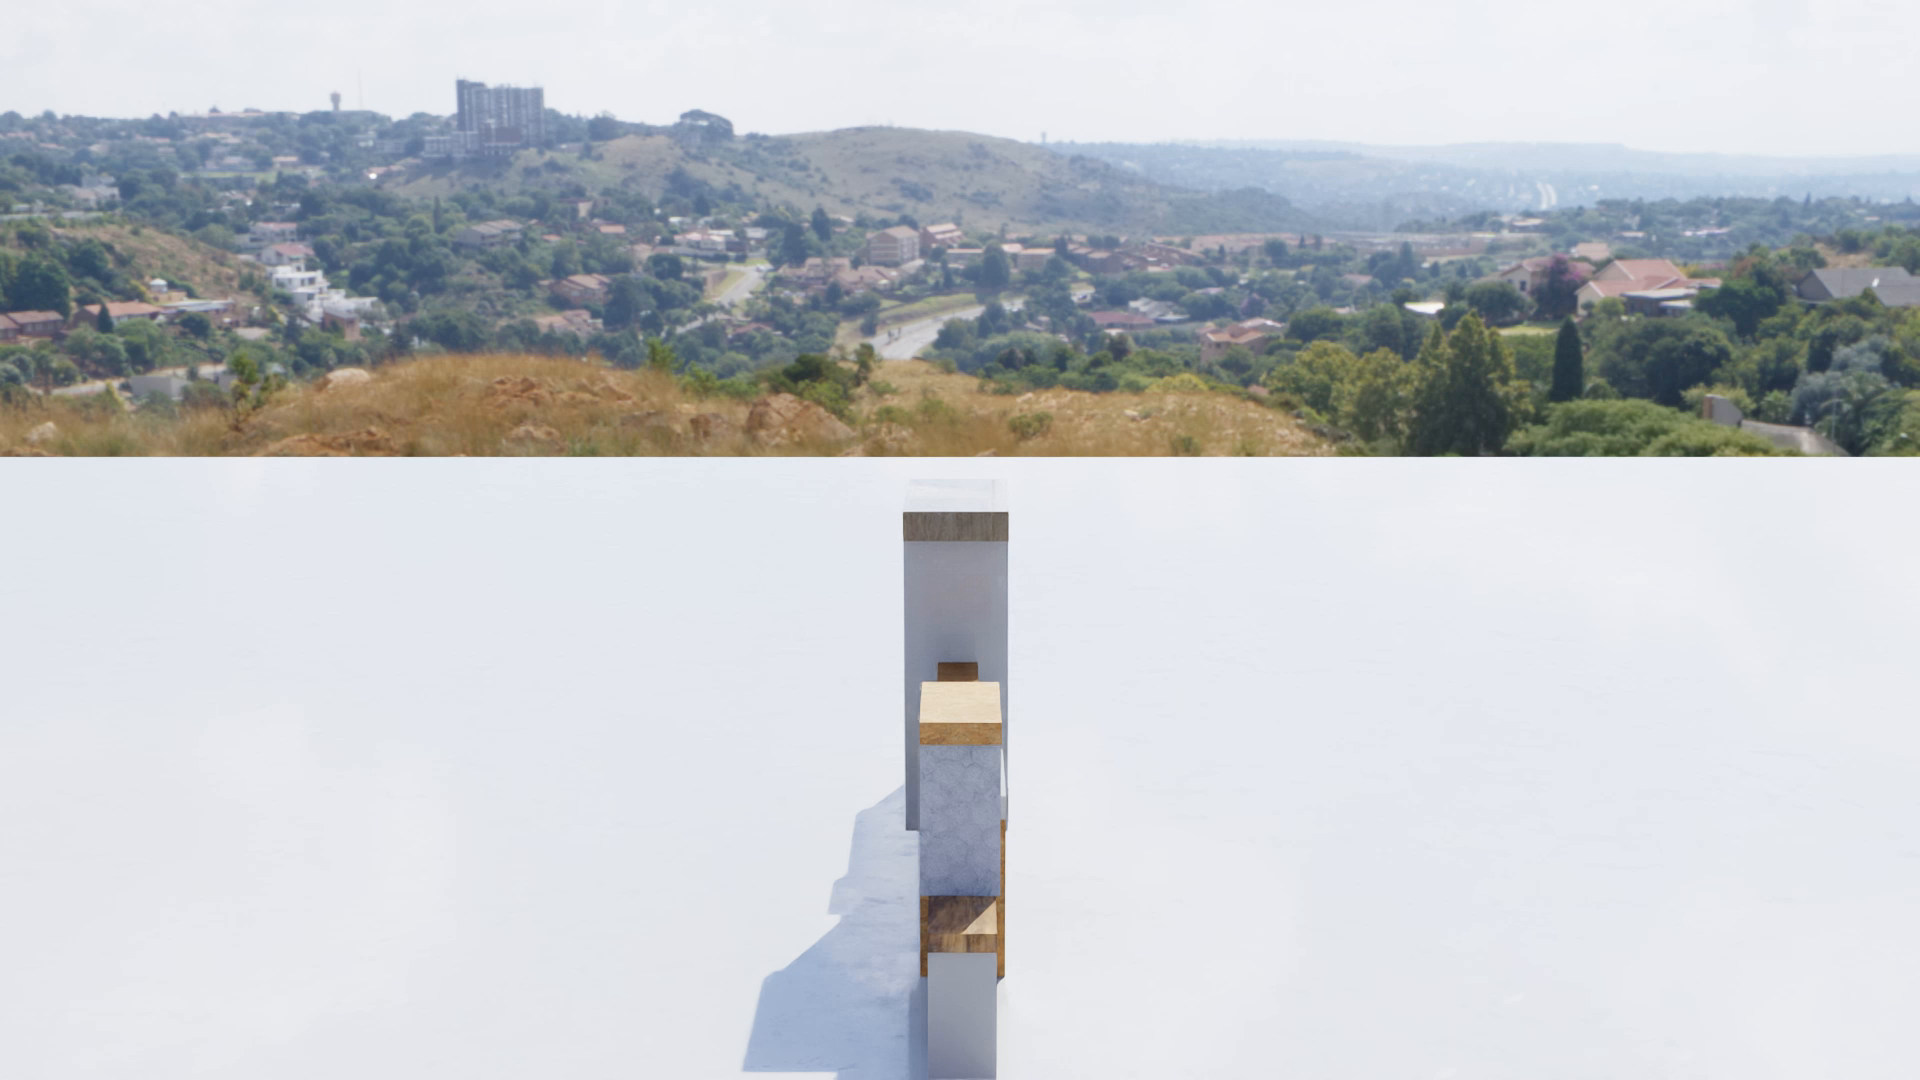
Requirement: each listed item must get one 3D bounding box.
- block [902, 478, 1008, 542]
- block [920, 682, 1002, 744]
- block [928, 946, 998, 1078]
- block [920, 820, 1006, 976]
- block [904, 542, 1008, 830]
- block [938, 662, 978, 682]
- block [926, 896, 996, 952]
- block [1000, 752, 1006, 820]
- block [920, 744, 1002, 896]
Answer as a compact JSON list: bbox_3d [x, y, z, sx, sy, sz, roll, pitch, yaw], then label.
[{"bbox_3d":[-0.005,-0.051,3.574,0.165,0.047,0.329,0,10,1],"label":"block"},{"bbox_3d":[0.001,0.242,3.086,0.111,0.031,0.222,0,11,0],"label":"block"},{"bbox_3d":[0.003,0.630,2.949,0.092,0.184,0.026,0,11,0],"label":"block"},{"bbox_3d":[0.004,0.529,3.304,0.127,0.254,0.036,0,11,0],"label":"block"},{"bbox_3d":[-0.006,0.228,3.514,0.165,0.479,0.047,0,11,0],"label":"block"},{"bbox_3d":[-0.003,0.212,3.386,0.063,0.018,0.125,0,11,0],"label":"block"},{"bbox_3d":[0.003,0.515,2.990,0.092,0.026,0.185,0,11,0],"label":"block"},{"bbox_3d":[0.004,0.371,3.360,0.127,0.036,0.254,0,11,0],"label":"block"},{"bbox_3d":[0.001,0.380,3.036,0.111,0.222,0.031,0,11,0],"label":"block"}]
